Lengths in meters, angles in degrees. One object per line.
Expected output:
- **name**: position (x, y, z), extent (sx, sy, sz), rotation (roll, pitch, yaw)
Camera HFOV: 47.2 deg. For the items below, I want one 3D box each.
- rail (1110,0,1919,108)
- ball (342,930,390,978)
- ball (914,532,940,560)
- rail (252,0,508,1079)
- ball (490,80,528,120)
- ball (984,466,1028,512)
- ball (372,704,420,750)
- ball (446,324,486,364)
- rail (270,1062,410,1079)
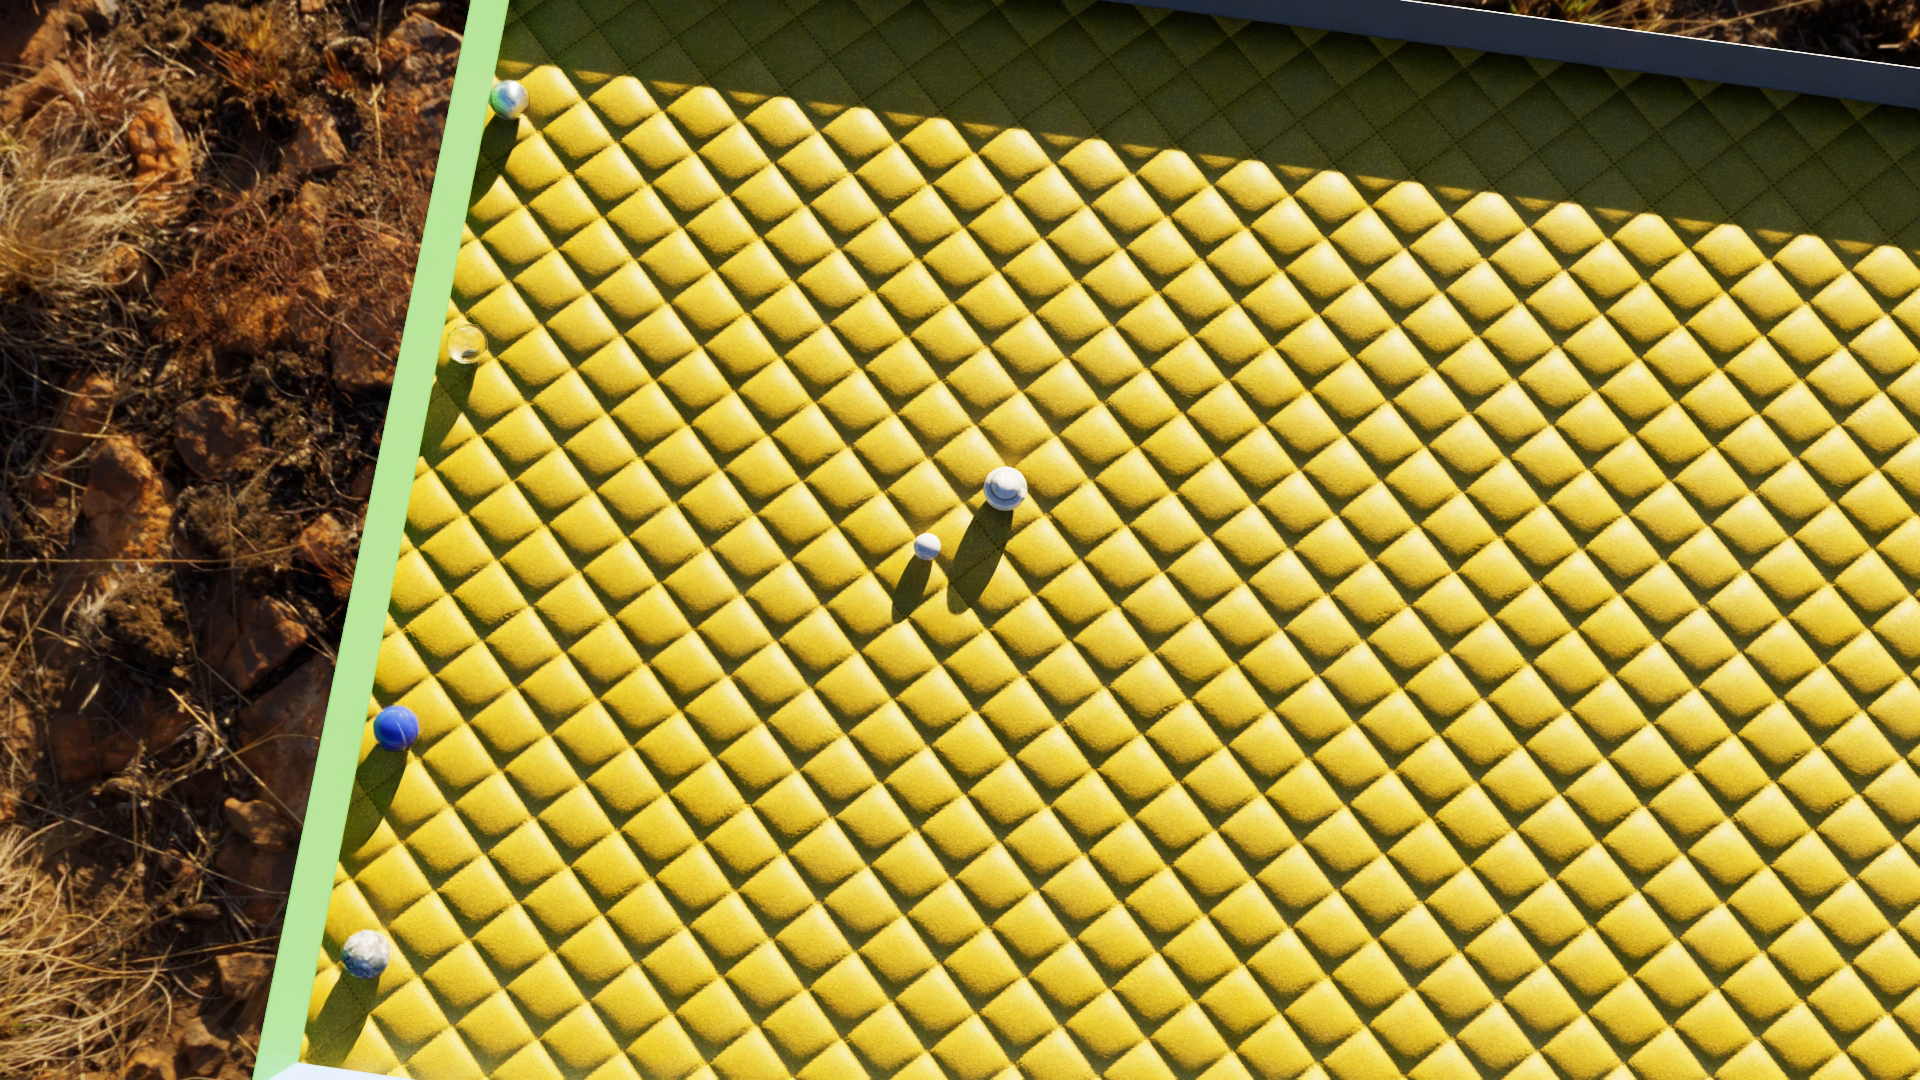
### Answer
- **rail**: position (0.994, -0.767, 3.452), extent (3.495, 0.089, 0.045), rotation (8, 78, 2)
- **ball**: position (-0.858, 0.599, 3.179), extent (0.069, 0.069, 0.069), rotation (0, 78, 0)
- **ball**: position (-0.050, 0.010, 3.316), extent (0.042, 0.042, 0.042), rotation (0, 78, 0)
- **rail**: position (-0.841, -0.121, 3.318), extent (0.045, 0.089, 1.873), rotation (8, 78, 2)
- **ball**: position (-0.708, -0.690, 3.451), extent (0.060, 0.060, 0.060), rotation (0, 78, 0)
- **ball**: position (0.068, -0.077, 3.320), extent (0.067, 0.067, 0.067), rotation (0, 78, 0)
- **ball**: position (-0.833, 0.277, 3.247), extent (0.067, 0.067, 0.067), rotation (0, 78, 0)
- **ball**: position (-0.757, -0.300, 3.370), extent (0.061, 0.061, 0.061), rotation (0, 78, 0)
- **rail**: position (0.736, 1.003, 3.084), extent (3.495, 0.089, 0.045), rotation (8, 78, 2)
